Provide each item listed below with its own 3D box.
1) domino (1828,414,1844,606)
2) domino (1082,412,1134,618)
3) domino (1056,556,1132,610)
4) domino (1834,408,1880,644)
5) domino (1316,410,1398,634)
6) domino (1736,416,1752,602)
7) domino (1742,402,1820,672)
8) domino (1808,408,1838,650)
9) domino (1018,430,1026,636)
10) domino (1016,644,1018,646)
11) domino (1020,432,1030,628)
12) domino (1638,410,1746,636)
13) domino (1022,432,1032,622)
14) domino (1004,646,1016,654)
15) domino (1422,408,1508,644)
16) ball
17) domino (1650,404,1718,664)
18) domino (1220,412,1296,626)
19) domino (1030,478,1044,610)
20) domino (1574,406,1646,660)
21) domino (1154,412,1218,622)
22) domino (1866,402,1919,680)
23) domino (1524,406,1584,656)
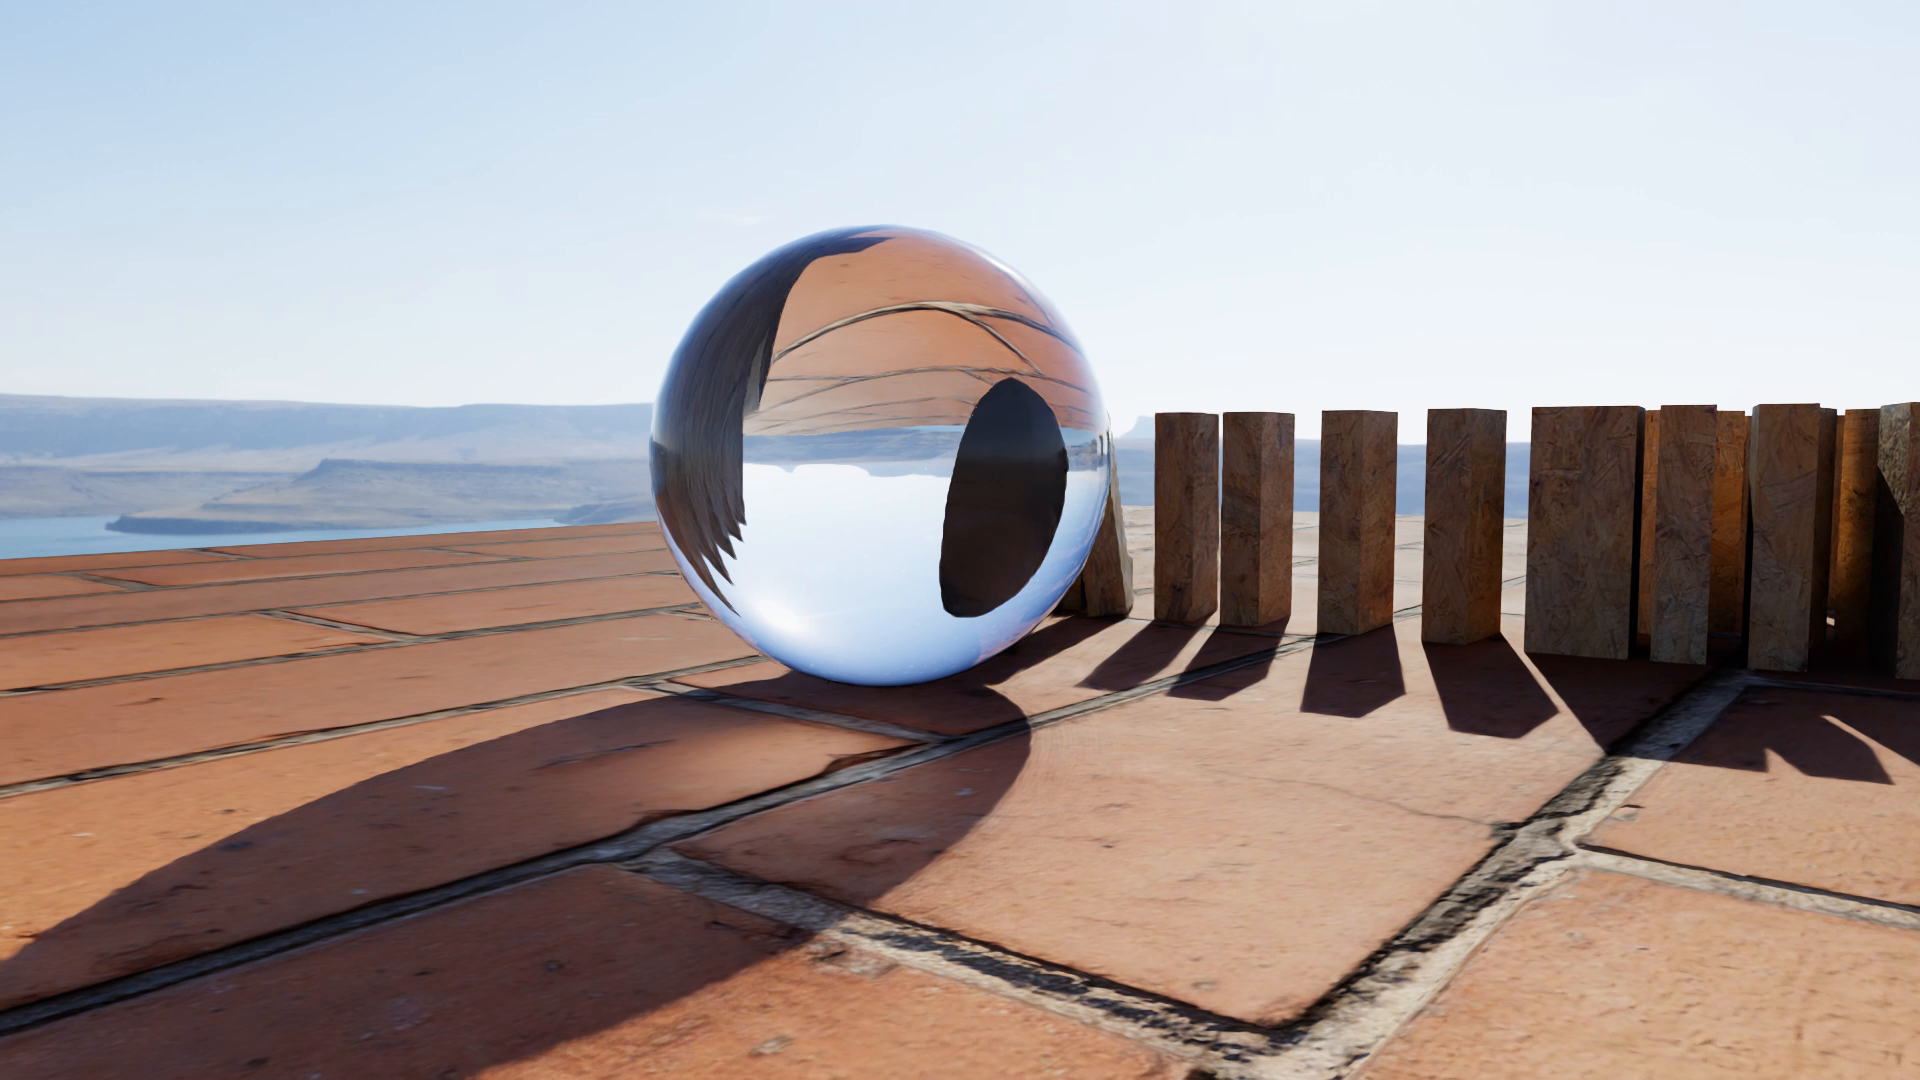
[{"bbox_3d":[0.232,-0.008,0.347,0.010,0.050,0.025,3,5,34],"label":"domino"},{"bbox_3d":[0.035,-0.007,0.325,0.010,0.050,0.025,-7,3,12],"label":"domino"},{"bbox_3d":[0.029,0.011,0.357,0.025,0.009,0.050,2,5,23],"label":"domino"},{"bbox_3d":[0.199,-0.003,0.269,0.009,0.050,0.025,-1,4,-11],"label":"domino"},{"bbox_3d":[0.092,-0.005,0.297,0.009,0.050,0.025,3,5,35],"label":"domino"},{"bbox_3d":[0.214,-0.009,0.354,0.009,0.050,0.025,0,4,3],"label":"domino"},{"bbox_3d":[0.160,-0.001,0.251,0.009,0.050,0.025,2,5,29],"label":"domino"},{"bbox_3d":[0.176,-0.003,0.271,0.009,0.050,0.025,4,6,43],"label":"domino"},{"bbox_3d":[0.002,-0.002,0.294,0.025,0.050,0.010,0,-33,5],"label":"domino"},{"bbox_3d":[0.001,-0.001,0.282,0.025,0.050,0.010,0,-33,5],"label":"domino"},{"bbox_3d":[0.003,-0.003,0.306,0.025,0.050,0.010,1,-33,6],"label":"domino"},{"bbox_3d":[0.164,-0.004,0.292,0.025,0.050,0.009,-2,5,-21],"label":"domino"},{"bbox_3d":[0.005,-0.004,0.318,0.025,0.050,0.009,0,-33,5],"label":"domino"},{"bbox_3d":[0.000,0.000,0.270,0.025,0.050,0.009,0,-33,5],"label":"domino"},{"bbox_3d":[0.111,-0.004,0.282,0.009,0.050,0.025,3,5,38],"label":"domino"},{"bbox_3d":[-0.014,-0.014,0.225,0.080,0.080,0.080,0,4,0],"label":"ball"},{"bbox_3d":[0.146,-0.002,0.259,0.009,0.050,0.025,2,5,29],"label":"domino"},{"bbox_3d":[0.072,-0.006,0.310,0.009,0.050,0.025,3,5,32],"label":"domino"},{"bbox_3d":[0.009,0.001,0.338,0.025,0.009,0.050,-3,32,4],"label":"domino"},{"bbox_3d":[0.134,-0.002,0.264,0.009,0.050,0.025,3,5,31],"label":"domino"},{"bbox_3d":[0.056,-0.006,0.319,0.010,0.050,0.025,1,5,25],"label":"domino"},{"bbox_3d":[0.180,0.000,0.241,0.010,0.050,0.025,2,5,25],"label":"domino"},{"bbox_3d":[0.126,-0.003,0.269,0.009,0.050,0.025,3,5,30],"label":"domino"}]
